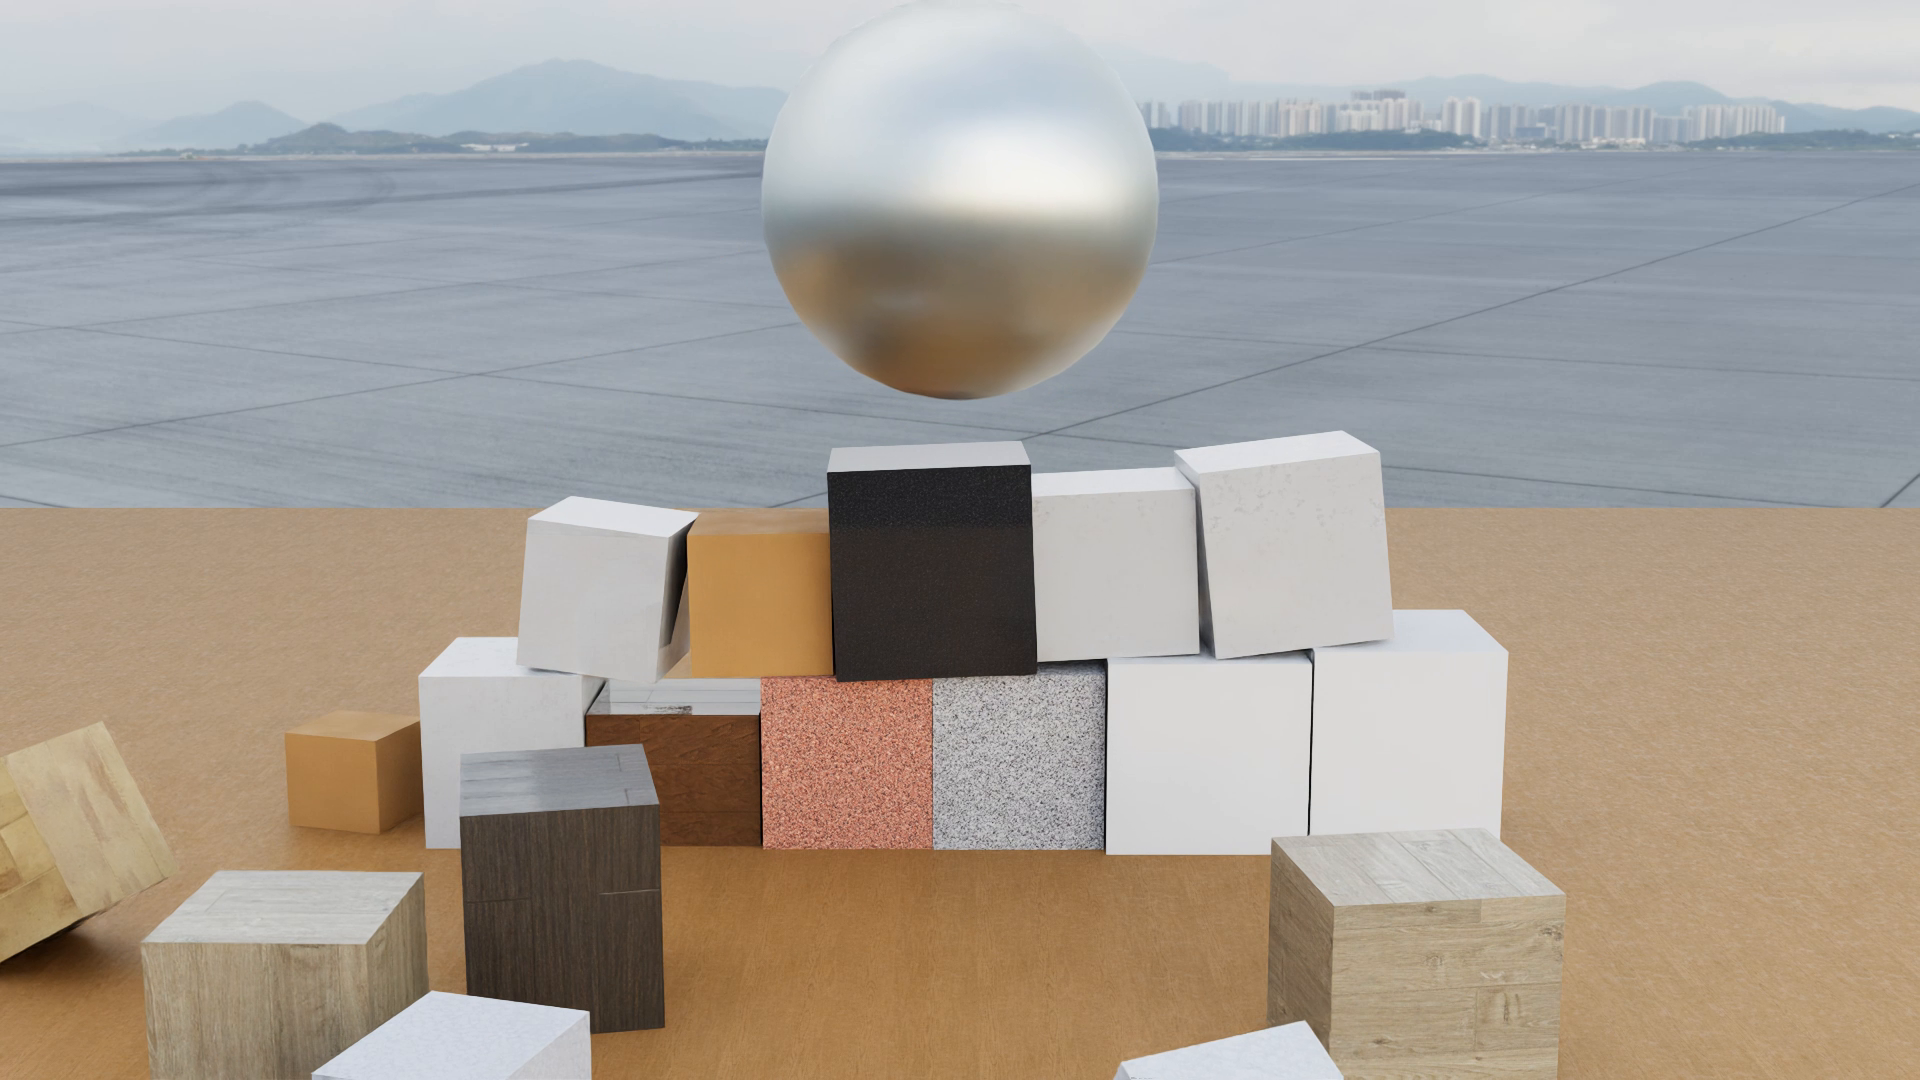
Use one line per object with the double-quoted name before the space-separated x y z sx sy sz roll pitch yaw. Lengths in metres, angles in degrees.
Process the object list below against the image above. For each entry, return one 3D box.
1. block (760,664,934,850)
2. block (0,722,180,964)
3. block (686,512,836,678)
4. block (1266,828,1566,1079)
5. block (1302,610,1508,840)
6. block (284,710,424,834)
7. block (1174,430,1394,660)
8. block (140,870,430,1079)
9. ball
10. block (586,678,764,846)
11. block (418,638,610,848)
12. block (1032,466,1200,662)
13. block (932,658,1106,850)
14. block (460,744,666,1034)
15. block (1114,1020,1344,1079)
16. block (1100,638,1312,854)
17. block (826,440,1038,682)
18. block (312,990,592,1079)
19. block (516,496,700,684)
"block" -0.565 1.046 11.356 0.849 0.880 0.817 0 10 0
"block" -3.981 1.327 9.498 0.697 0.745 0.616 -28 0 22
"block" -0.993 0.267 11.177 0.702 0.717 0.649 -1 10 -1
"block" 1.733 1.622 8.479 0.883 0.774 0.808 -1 10 -8
"block" 2.213 0.969 11.348 0.946 1.033 0.988 0 10 0
"block" -3.154 1.209 11.533 0.536 0.494 0.490 3 11 17
"block" 1.634 0.008 11.188 0.892 0.933 0.836 -7 10 -2
"block" -2.460 1.704 8.122 0.791 0.742 0.769 0 10 1
"ball" 0.000 -1.364 8.838 1.600 1.600 1.600 0 10 0
"block" -1.434 1.140 11.388 0.861 0.683 0.753 0 10 0
"block" -2.279 1.035 11.391 0.806 0.889 0.870 0 10 0
"block" 0.757 0.111 11.196 0.805 0.830 0.735 -3 10 -1
"block" 0.291 1.038 11.350 0.855 0.897 0.821 0 10 0
"block" -1.653 1.433 9.080 0.767 0.933 0.902 -2 11 -12
"block" 0.812 1.933 6.494 0.658 0.647 0.633 -5 41 -27
"block" 1.227 0.999 11.354 0.998 0.972 0.998 0 10 0
"block" -0.144 0.090 11.138 0.987 1.044 0.856 -2 10 -1
"block" -1.651 1.935 7.247 0.605 0.600 0.720 3 11 17
"block" -1.779 0.242 11.236 0.710 0.744 0.766 8 10 5
